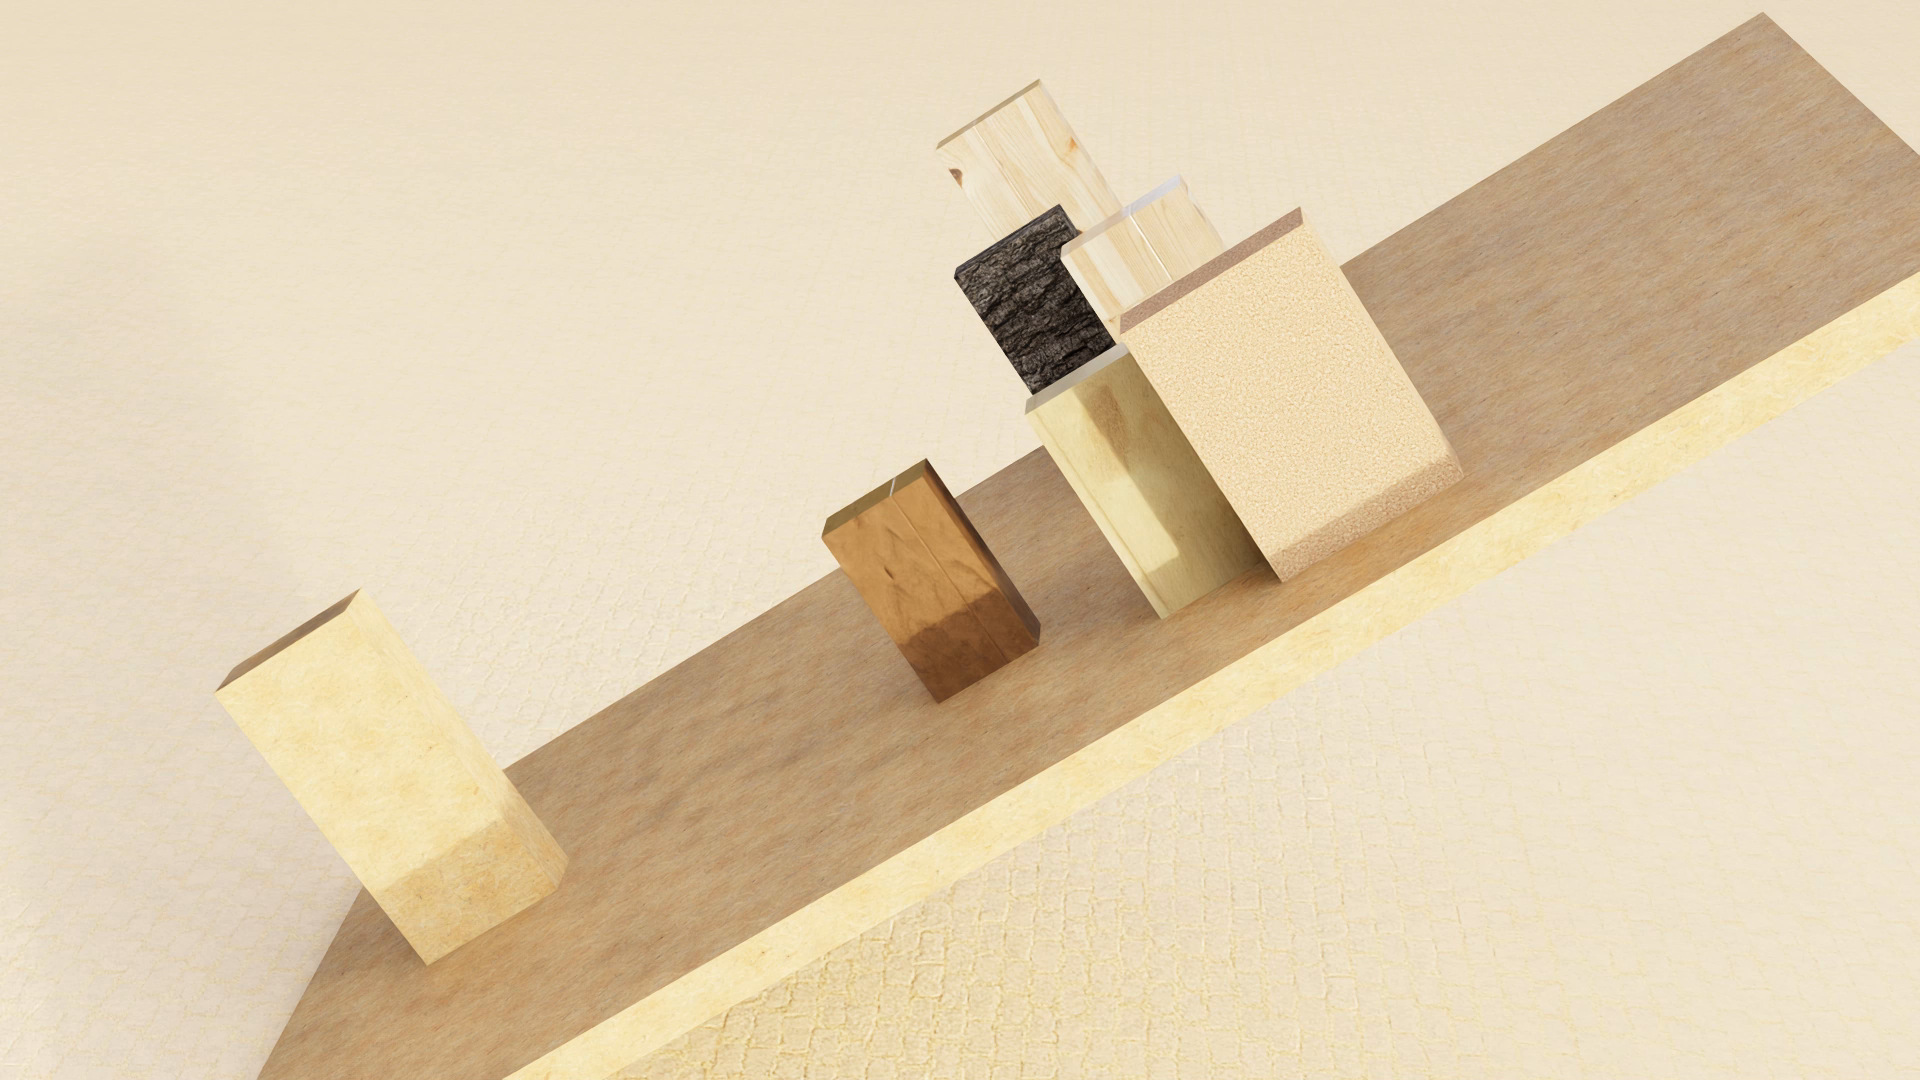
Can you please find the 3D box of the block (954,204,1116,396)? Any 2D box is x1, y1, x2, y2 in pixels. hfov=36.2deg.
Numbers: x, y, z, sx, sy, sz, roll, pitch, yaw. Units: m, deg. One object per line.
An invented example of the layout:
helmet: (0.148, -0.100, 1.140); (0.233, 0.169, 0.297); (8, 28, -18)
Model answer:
block: (0.261, -0.436, 6.599); (0.277, 0.575, 0.086); (-31, 15, 14)

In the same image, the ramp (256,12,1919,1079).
ramp: (0.139, 0.171, 6.296); (4.000, 0.100, 2.000); (-31, 15, 14)

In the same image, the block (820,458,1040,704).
block: (-0.056, 0.084, 5.959); (0.244, 0.426, 0.118); (-31, 15, 14)

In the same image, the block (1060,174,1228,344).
block: (0.487, -0.470, 6.286); (0.296, 0.541, 0.106); (-31, 15, 14)

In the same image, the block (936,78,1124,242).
block: (0.278, -0.673, 6.895); (0.282, 0.780, 0.083); (-31, 15, 14)

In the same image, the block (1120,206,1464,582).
block: (0.604, -0.262, 5.362); (0.383, 0.561, 0.131); (-31, 15, 14)

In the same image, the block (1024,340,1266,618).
block: (0.421, -0.156, 5.571); (0.395, 0.485, 0.101); (-31, 15, 14)

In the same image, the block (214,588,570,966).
block: (-1.240, 0.523, 6.454); (0.360, 0.772, 0.146); (-31, 15, 14)
